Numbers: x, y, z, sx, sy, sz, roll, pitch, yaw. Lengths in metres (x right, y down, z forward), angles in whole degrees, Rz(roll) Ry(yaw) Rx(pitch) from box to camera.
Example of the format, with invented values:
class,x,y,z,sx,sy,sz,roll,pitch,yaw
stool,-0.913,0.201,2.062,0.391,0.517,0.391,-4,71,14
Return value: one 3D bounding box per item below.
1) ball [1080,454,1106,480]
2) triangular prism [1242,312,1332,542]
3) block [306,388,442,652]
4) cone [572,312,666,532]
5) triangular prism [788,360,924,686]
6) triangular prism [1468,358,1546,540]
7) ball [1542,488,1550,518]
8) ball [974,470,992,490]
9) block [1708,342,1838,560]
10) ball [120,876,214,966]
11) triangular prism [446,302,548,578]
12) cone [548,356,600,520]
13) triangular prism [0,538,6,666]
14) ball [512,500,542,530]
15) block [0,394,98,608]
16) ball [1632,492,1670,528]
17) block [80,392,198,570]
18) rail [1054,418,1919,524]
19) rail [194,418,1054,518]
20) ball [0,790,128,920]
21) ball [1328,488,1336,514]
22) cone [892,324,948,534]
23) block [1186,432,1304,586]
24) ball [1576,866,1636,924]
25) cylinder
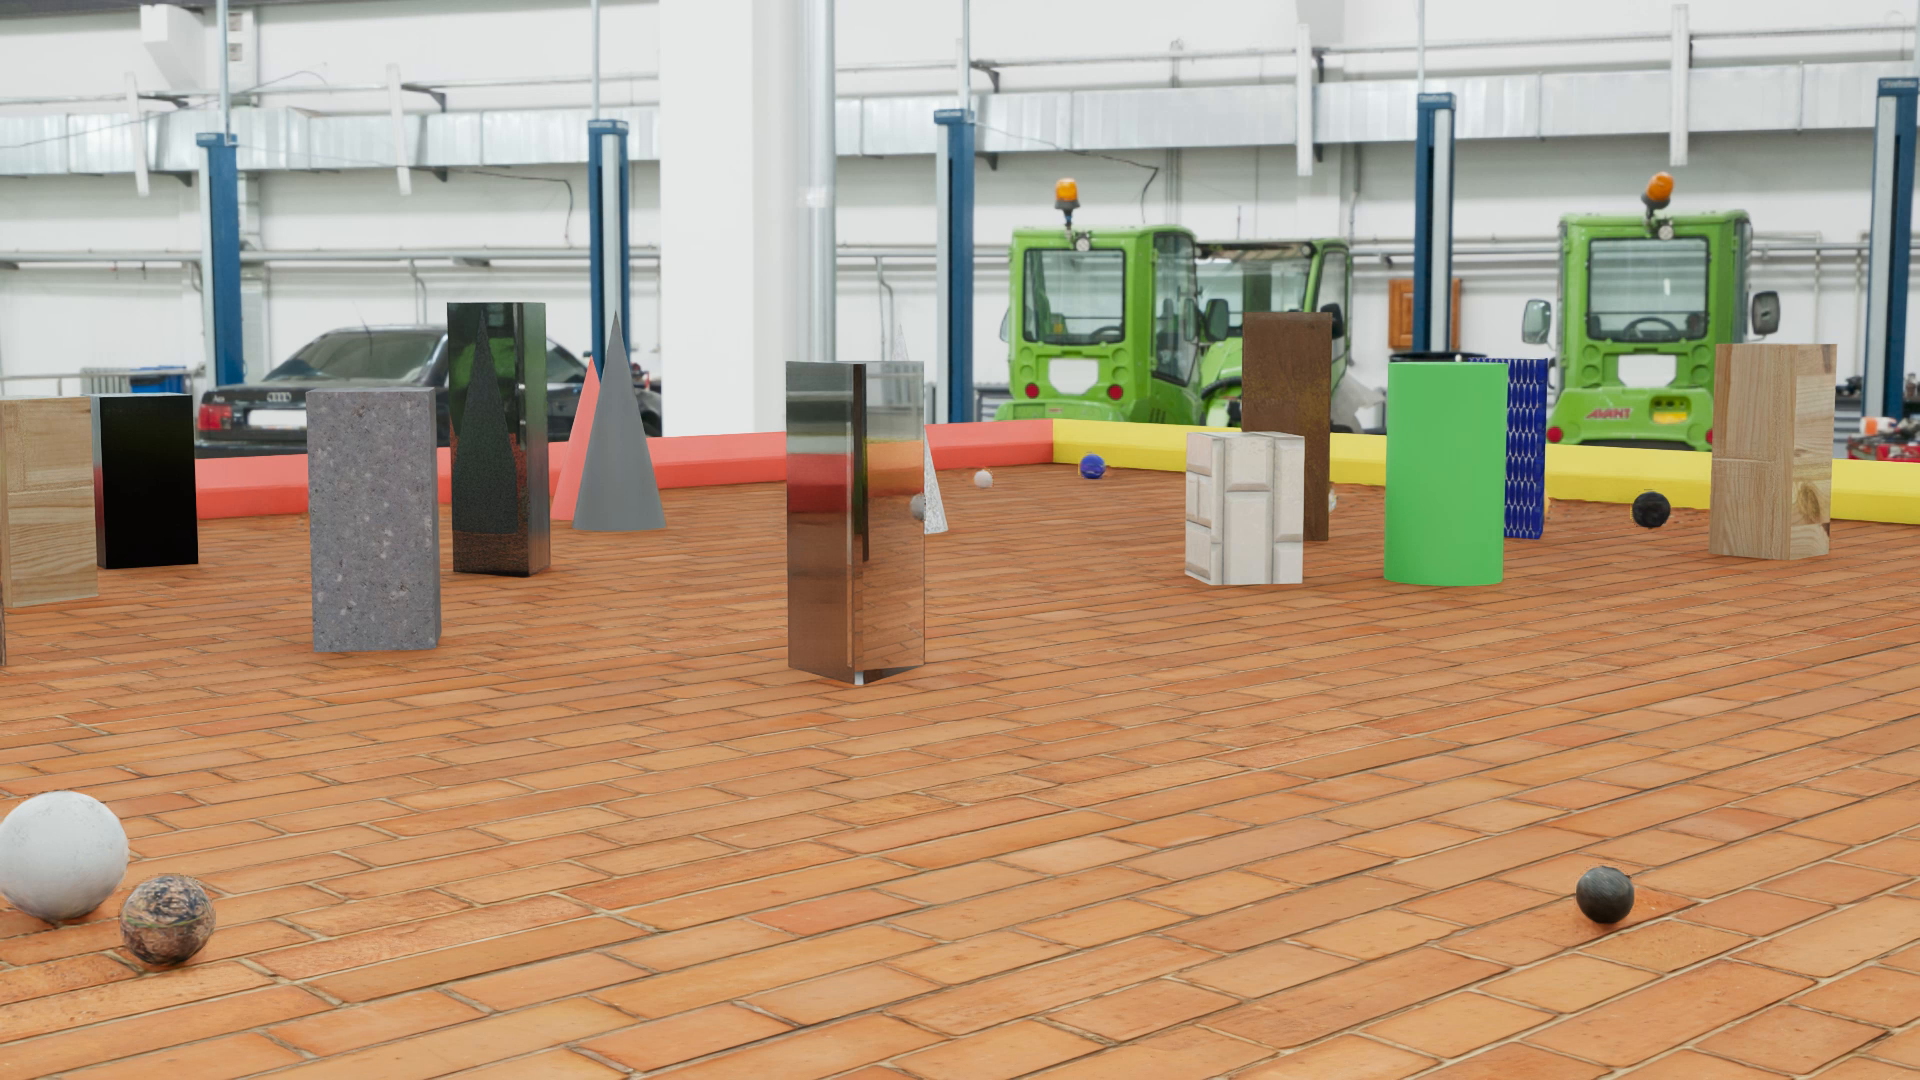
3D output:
class,x,y,z,sx,sy,sz,roll,pitch,yaw
ball,0.346,-0.192,5.744,0.069,0.069,0.069,0,6,0
triangular prism,0.634,-0.224,4.288,0.167,0.438,0.145,1,6,8
block,-0.778,-0.031,2.931,0.154,0.338,0.154,-1,6,-10
cone,-0.699,-0.249,4.490,0.193,0.445,0.193,0,6,0
triangular prism,-0.106,-0.028,2.700,0.145,0.381,0.167,-4,7,-34
triangular prism,1.115,-0.186,4.355,0.145,0.348,0.167,-6,8,-42
ball,1.170,-0.077,4.542,0.092,0.092,0.092,0,6,0
ball,0.058,-0.149,5.448,0.047,0.047,0.047,0,6,0
block,1.475,-0.165,3.993,0.154,0.382,0.154,-6,8,-44
ball,-0.540,0.259,1.496,0.061,0.061,0.061,0,6,0
triangular prism,-0.753,-0.175,3.736,0.167,0.455,0.145,4,7,32
cone,-0.788,-0.224,4.719,0.193,0.348,0.193,0,6,0
triangular prism,-1.258,-0.071,2.699,0.145,0.466,0.167,-4,7,-33
ball,-0.877,-0.052,4.458,0.060,0.060,0.060,0,6,0
block,-1.445,-0.064,3.374,0.154,0.310,0.154,3,7,29
ball,1.405,-0.061,4.471,0.075,0.075,0.075,0,6,0
block,-1.441,-0.107,3.859,0.154,0.295,0.154,-4,7,-33
rail,1.669,-0.128,4.864,0.045,0.125,4.173,-6,8,-42
rail,-1.399,-0.126,4.840,4.589,0.125,0.045,-6,8,-42
ball,-0.658,0.231,1.608,0.094,0.094,0.094,0,6,0
ball,0.780,-0.085,4.746,0.065,0.065,0.065,0,6,0
cone,-0.120,-0.230,4.426,0.193,0.421,0.193,0,6,0
block,0.468,-0.055,3.632,0.154,0.239,0.154,-1,6,-10
ball,0.469,0.258,1.598,0.042,0.042,0.042,0,6,0
cylinder,0.799,-0.113,3.620,0.193,0.356,0.193,0,6,0
